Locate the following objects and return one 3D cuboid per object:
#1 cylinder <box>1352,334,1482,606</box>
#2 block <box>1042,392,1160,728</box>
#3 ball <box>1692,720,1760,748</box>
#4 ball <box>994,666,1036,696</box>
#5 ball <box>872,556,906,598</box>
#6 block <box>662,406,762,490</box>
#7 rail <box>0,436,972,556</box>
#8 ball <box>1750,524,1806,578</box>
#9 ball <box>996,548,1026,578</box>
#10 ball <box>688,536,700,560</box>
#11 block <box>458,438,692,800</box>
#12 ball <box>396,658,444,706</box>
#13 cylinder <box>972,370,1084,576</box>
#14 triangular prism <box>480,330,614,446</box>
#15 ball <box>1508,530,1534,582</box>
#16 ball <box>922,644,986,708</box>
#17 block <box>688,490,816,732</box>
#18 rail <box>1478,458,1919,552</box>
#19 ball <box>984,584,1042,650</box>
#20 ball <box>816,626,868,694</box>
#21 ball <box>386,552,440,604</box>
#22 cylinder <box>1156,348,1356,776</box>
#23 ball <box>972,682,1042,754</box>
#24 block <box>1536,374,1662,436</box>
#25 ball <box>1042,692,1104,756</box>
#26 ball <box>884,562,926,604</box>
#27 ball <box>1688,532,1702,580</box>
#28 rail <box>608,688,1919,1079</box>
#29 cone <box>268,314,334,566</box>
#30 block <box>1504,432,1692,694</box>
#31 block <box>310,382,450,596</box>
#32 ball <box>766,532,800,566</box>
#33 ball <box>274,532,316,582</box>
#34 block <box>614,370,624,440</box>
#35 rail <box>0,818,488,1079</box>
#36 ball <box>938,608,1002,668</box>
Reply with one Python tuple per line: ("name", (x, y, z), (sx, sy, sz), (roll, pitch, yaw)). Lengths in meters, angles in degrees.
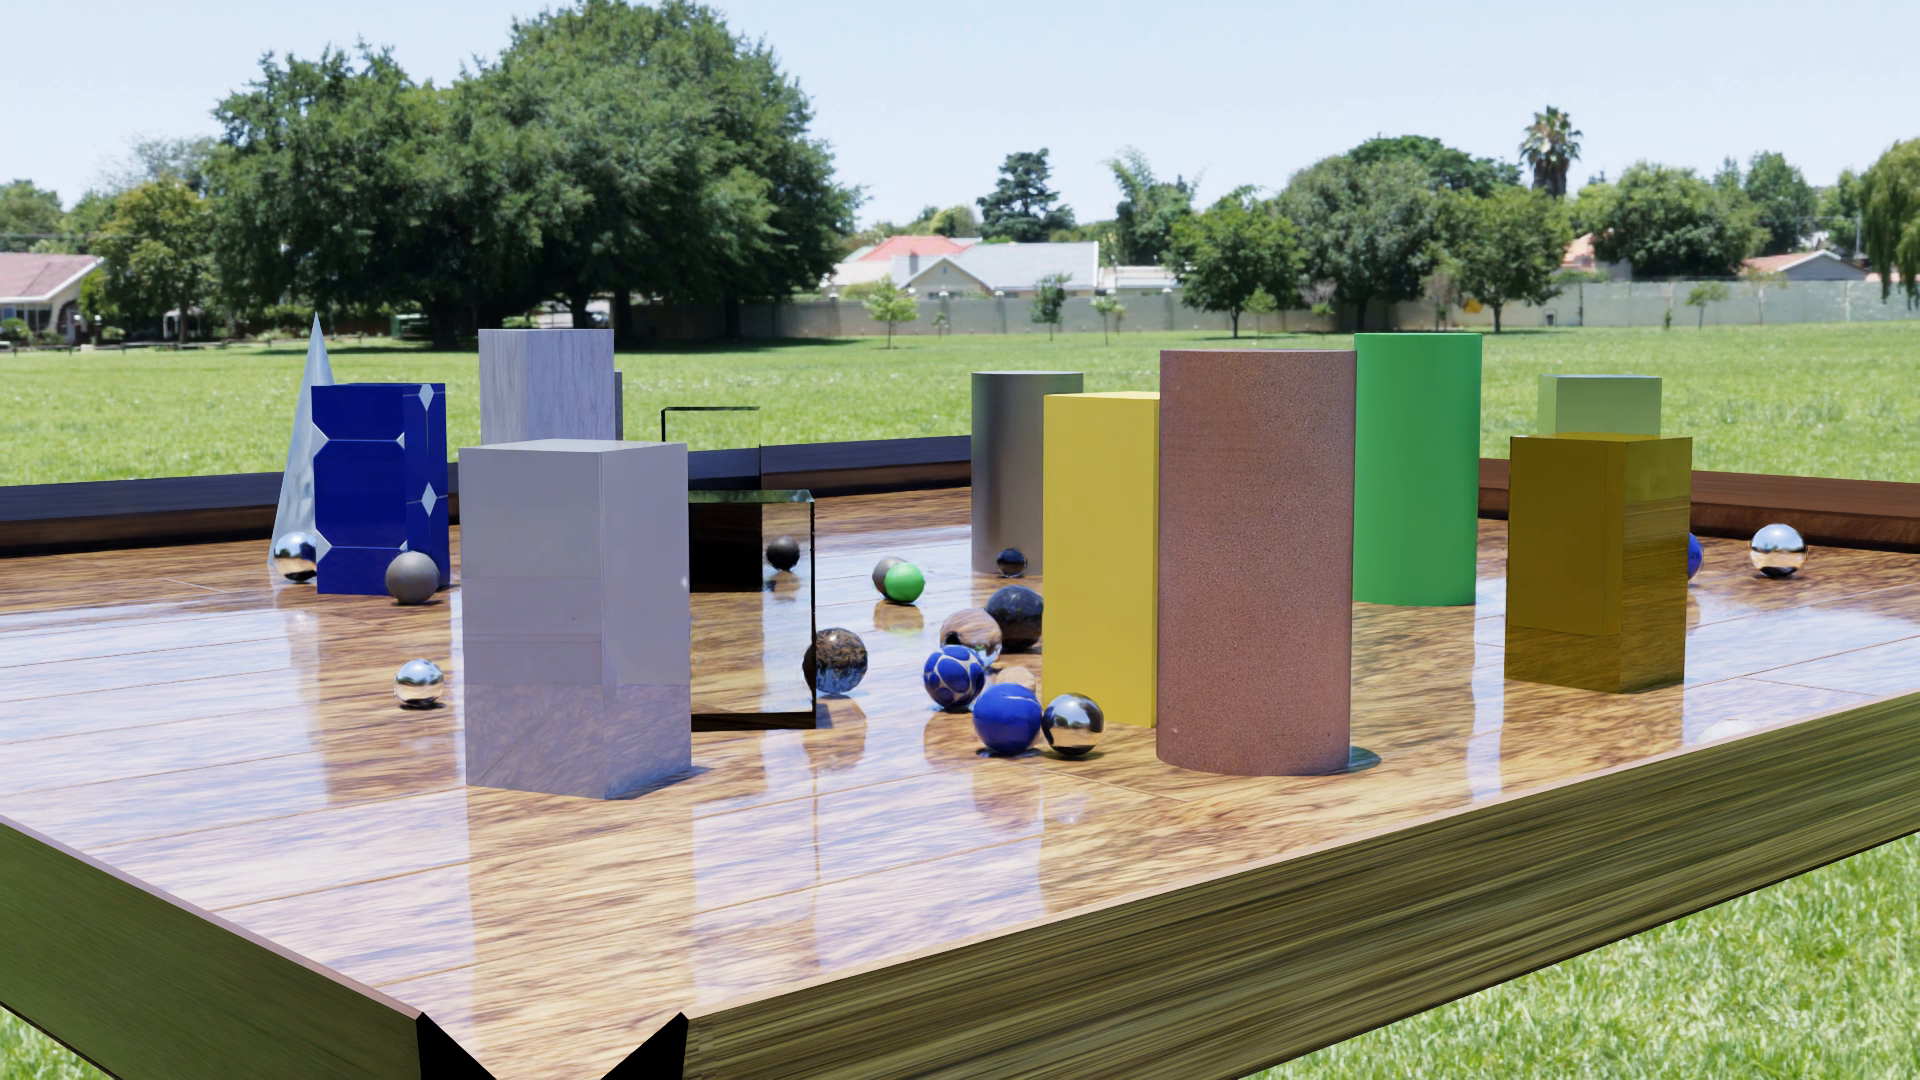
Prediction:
("cylinder", (0.698, -0.112, 3.371), (0.191, 0.406, 0.191), (0, 6, 0))
("block", (0.200, 0.015, 2.431), (0.153, 0.350, 0.153), (6, 8, 43))
("ball", (0.701, 0.200, 1.991), (0.074, 0.074, 0.074), (0, 6, 0))
("ball", (0.061, 0.164, 2.450), (0.048, 0.048, 0.048), (0, 6, 0))
("ball", (-0.104, 0.057, 3.397), (0.064, 0.064, 0.064), (0, 6, 0))
("block", (-0.401, -0.071, 3.566), (0.153, 0.283, 0.153), (0, 6, -4))
("rail", (-1.093, -0.092, 4.510), (3.536, 0.124, 0.045), (-6, 8, -42))
("ball", (1.359, 0.017, 3.653), (0.089, 0.089, 0.089), (0, 6, 0))
("ball", (0.085, 0.037, 3.655), (0.049, 0.049, 0.049), (0, 6, 0))
("ball", (-0.483, 0.014, 3.895), (0.045, 0.045, 0.045), (0, 6, 0))
("block", (-0.362, 0.068, 2.083), (0.153, 0.317, 0.153), (3, 7, 24))
("ball", (-0.605, 0.160, 2.465), (0.054, 0.054, 0.054), (0, 6, 0))
("cylinder", (0.115, -0.118, 3.757), (0.191, 0.336, 0.191), (0, 6, 0))
("triangular prism", (-0.537, -0.052, 2.734), (0.144, 0.418, 0.166), (4, 7, 31))
("ball", (0.940, 0.026, 3.599), (0.083, 0.083, 0.083), (0, 6, 0))
("ball", (-0.006, 0.152, 2.455), (0.072, 0.072, 0.072), (0, 6, 0))
("block", (-0.237, 0.073, 2.390), (0.153, 0.242, 0.153), (-1, 6, -6))
("rail", (1.282, -0.092, 4.508), (0.045, 0.124, 3.270), (-6, 8, -42))
("ball", (0.073, 0.101, 2.871), (0.086, 0.086, 0.086), (0, 6, 0))
("ball", (-0.145, 0.139, 2.545), (0.078, 0.078, 0.078), (0, 6, 0))
("ball", (-0.827, 0.057, 3.323), (0.080, 0.080, 0.080), (0, 6, 0))
("cylinder", (0.292, 0.015, 2.174), (0.191, 0.404, 0.191), (0, 6, 0))
("ball", (0.048, 0.178, 2.208), (0.071, 0.071, 0.071), (0, 6, 0))
("block", (0.970, -0.079, 3.356), (0.153, 0.342, 0.153), (0, 6, 5))
("ball", (0.113, 0.184, 2.196), (0.063, 0.063, 0.063), (0, 6, 0))
("ball", (-0.084, 0.065, 3.328), (0.062, 0.062, 0.062), (0, 6, 0))
("ball", (1.148, 0.025, 3.547), (0.095, 0.095, 0.095), (0, 6, 0))
("rail", (1.093, 0.156, 2.154), (3.536, 0.124, 0.045), (-6, 8, -42))
("cone", (-1.123, -0.182, 3.858), (0.191, 0.442, 0.191), (0, 6, 0))
("block", (0.765, 0.022, 2.637), (0.153, 0.292, 0.153), (-6, 8, -44))
("block", (-0.916, -0.084, 3.485), (0.153, 0.325, 0.153), (1, 6, 11))
("ball", (-0.308, 0.016, 3.816), (0.058, 0.058, 0.058), (0, 6, 0))
("ball", (-1.081, 0.027, 3.598), (0.081, 0.081, 0.081), (0, 6, 0))
("block", (-0.639, -0.111, 3.667), (0.153, 0.341, 0.153), (-1, 6, -9))
("rail", (-1.282, 0.156, 2.156), (0.045, 0.124, 3.270), (-6, 8, -42))
("ball", (0.013, 0.123, 2.702), (0.078, 0.078, 0.078), (0, 6, 0))
